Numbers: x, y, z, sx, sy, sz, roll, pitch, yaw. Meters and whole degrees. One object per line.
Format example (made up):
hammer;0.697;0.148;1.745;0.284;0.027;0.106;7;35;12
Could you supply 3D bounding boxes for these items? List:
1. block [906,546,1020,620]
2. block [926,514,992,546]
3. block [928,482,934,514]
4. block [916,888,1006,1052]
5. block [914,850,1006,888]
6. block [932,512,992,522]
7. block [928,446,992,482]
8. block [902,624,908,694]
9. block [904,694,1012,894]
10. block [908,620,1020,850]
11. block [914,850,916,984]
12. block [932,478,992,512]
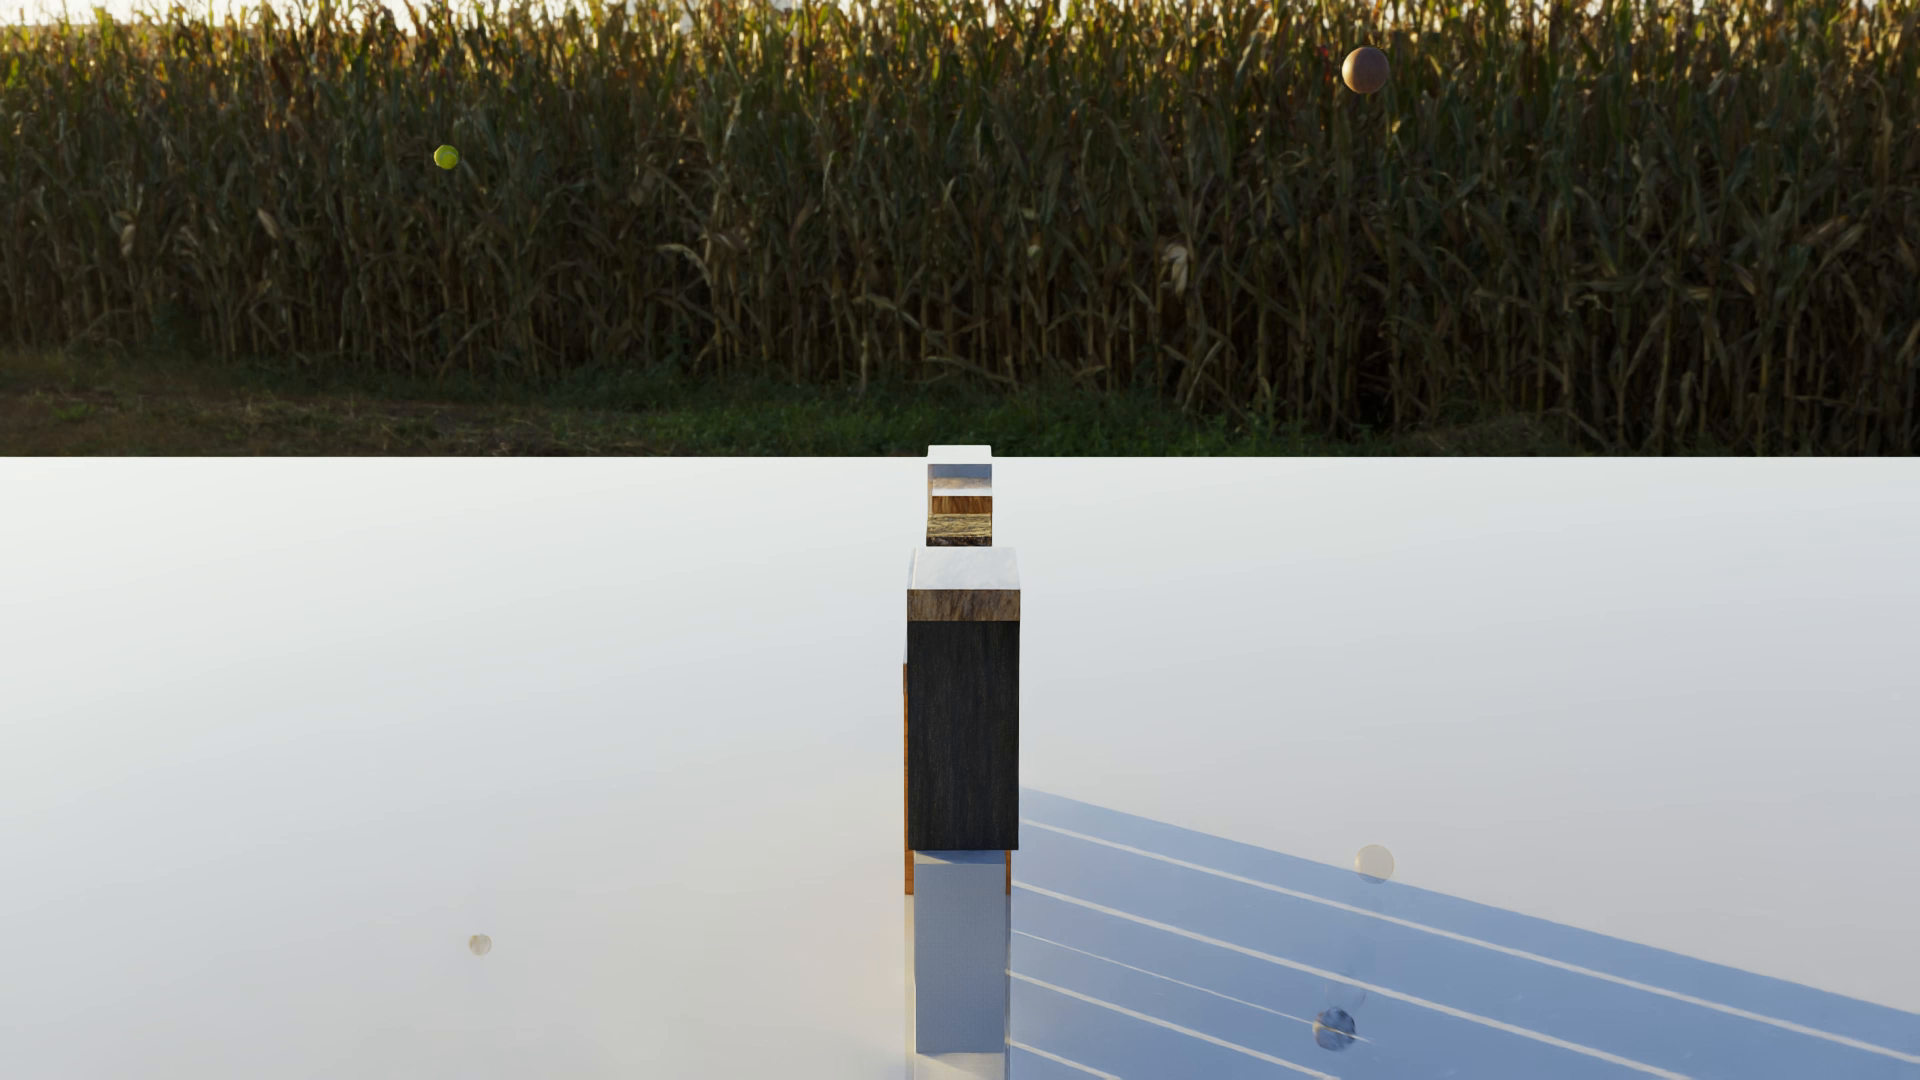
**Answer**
block;0.005;0.059;3.074;0.152;0.043;0.303;0;11;0
block;-0.001;-0.010;3.488;0.102;0.029;0.203;0;11;0
block;-0.001;0.003;4.014;0.117;0.233;0.033;0;11;0
block;0.001;0.584;3.030;0.123;0.246;0.035;0;11;0
block;0.000;0.431;3.085;0.123;0.035;0.246;0;11;0
block;0.004;0.048;3.803;0.103;0.206;0.029;0;11;0
block;0.000;-0.142;4.066;0.117;0.033;0.233;0;11;0
block;-0.004;0.191;3.736;0.177;0.050;0.355;0;11;0
block;-0.004;0.412;3.657;0.177;0.355;0.050;0;11;0
block;0.005;0.260;3.008;0.152;0.329;0.043;0;11;0
block;-0.002;0.526;3.278;0.134;0.268;0.038;0;11;0
block;0.004;-0.080;3.849;0.103;0.029;0.206;0;11;0
